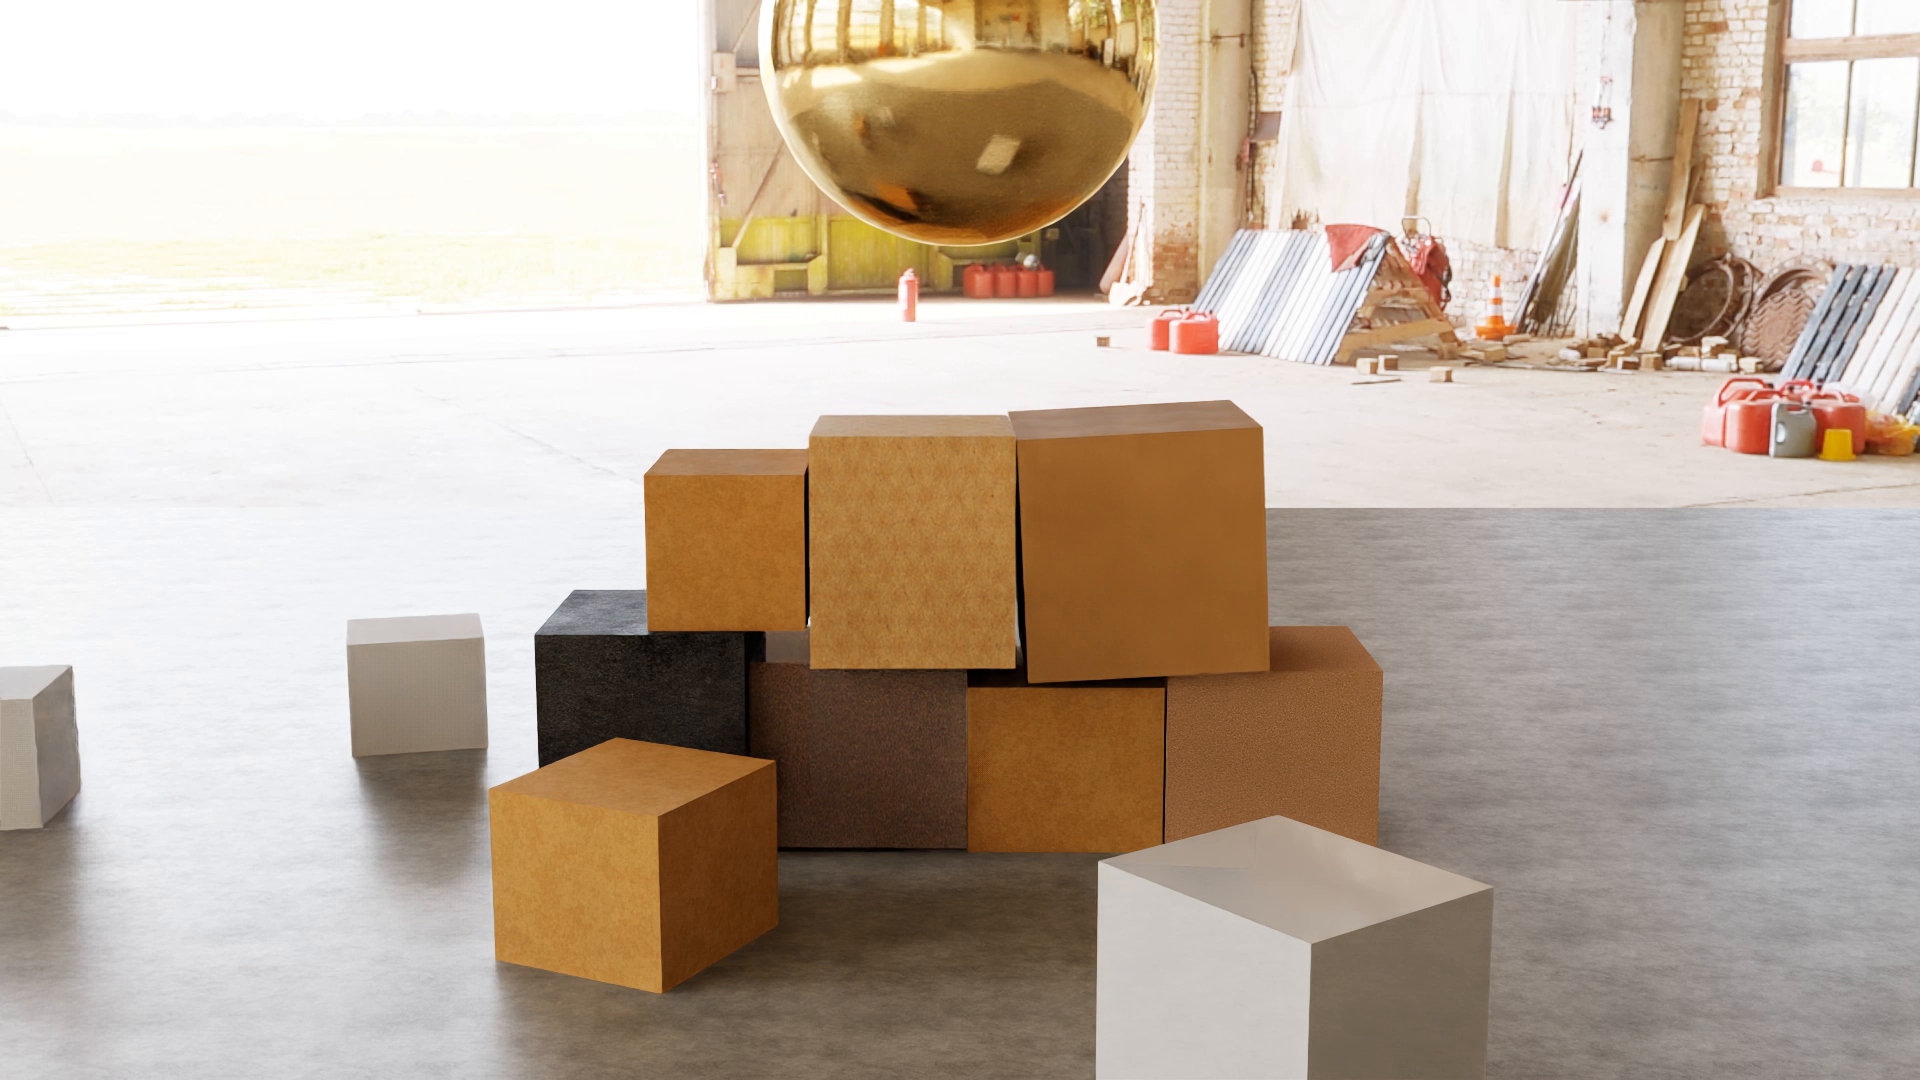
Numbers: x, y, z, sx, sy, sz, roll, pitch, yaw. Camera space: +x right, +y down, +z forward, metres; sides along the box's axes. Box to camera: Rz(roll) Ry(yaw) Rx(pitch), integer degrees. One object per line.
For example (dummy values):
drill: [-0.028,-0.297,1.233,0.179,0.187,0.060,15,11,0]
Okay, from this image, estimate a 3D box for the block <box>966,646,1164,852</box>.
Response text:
block: [0.523,1.063,11.356,0.974,0.846,0.906,0,10,0]

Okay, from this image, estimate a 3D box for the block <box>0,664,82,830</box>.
block: [-5.182,1.093,11.623,0.798,0.691,0.752,-1,10,-7]

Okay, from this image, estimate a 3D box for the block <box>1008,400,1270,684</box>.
block: [0.880,-0.023,11.160,1.178,1.193,1.155,-3,10,0]

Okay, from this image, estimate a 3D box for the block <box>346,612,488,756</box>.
block: [-3.225,0.846,13.066,0.776,0.661,0.706,-3,11,-14]

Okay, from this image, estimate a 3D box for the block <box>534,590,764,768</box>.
block: [-1.553,0.923,11.293,1.020,1.143,1.096,0,10,0]

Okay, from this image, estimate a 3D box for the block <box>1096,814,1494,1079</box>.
block: [1.129,1.649,7.551,0.873,1.053,1.002,-8,13,-37]

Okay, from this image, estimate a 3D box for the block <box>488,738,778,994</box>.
block: [-1.420,1.405,9.693,0.871,0.768,0.925,5,12,26]

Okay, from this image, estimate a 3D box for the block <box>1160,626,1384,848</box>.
block: [1.549,1.014,11.375,1.057,0.936,1.014,0,10,0]

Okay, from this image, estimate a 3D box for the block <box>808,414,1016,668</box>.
block: [-0.237,-0.019,11.167,0.992,1.133,1.165,0,8,-1]

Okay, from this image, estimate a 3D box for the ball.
ball: [0.000,-1.974,8.741,1.600,1.600,1.600,0,10,0]

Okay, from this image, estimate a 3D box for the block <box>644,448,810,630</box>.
block: [-1.143,-0.018,11.127,0.772,0.769,0.931,0,10,0]

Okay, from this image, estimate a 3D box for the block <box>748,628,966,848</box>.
block: [-0.503,0.998,11.360,1.072,0.937,0.959,0,8,0]
